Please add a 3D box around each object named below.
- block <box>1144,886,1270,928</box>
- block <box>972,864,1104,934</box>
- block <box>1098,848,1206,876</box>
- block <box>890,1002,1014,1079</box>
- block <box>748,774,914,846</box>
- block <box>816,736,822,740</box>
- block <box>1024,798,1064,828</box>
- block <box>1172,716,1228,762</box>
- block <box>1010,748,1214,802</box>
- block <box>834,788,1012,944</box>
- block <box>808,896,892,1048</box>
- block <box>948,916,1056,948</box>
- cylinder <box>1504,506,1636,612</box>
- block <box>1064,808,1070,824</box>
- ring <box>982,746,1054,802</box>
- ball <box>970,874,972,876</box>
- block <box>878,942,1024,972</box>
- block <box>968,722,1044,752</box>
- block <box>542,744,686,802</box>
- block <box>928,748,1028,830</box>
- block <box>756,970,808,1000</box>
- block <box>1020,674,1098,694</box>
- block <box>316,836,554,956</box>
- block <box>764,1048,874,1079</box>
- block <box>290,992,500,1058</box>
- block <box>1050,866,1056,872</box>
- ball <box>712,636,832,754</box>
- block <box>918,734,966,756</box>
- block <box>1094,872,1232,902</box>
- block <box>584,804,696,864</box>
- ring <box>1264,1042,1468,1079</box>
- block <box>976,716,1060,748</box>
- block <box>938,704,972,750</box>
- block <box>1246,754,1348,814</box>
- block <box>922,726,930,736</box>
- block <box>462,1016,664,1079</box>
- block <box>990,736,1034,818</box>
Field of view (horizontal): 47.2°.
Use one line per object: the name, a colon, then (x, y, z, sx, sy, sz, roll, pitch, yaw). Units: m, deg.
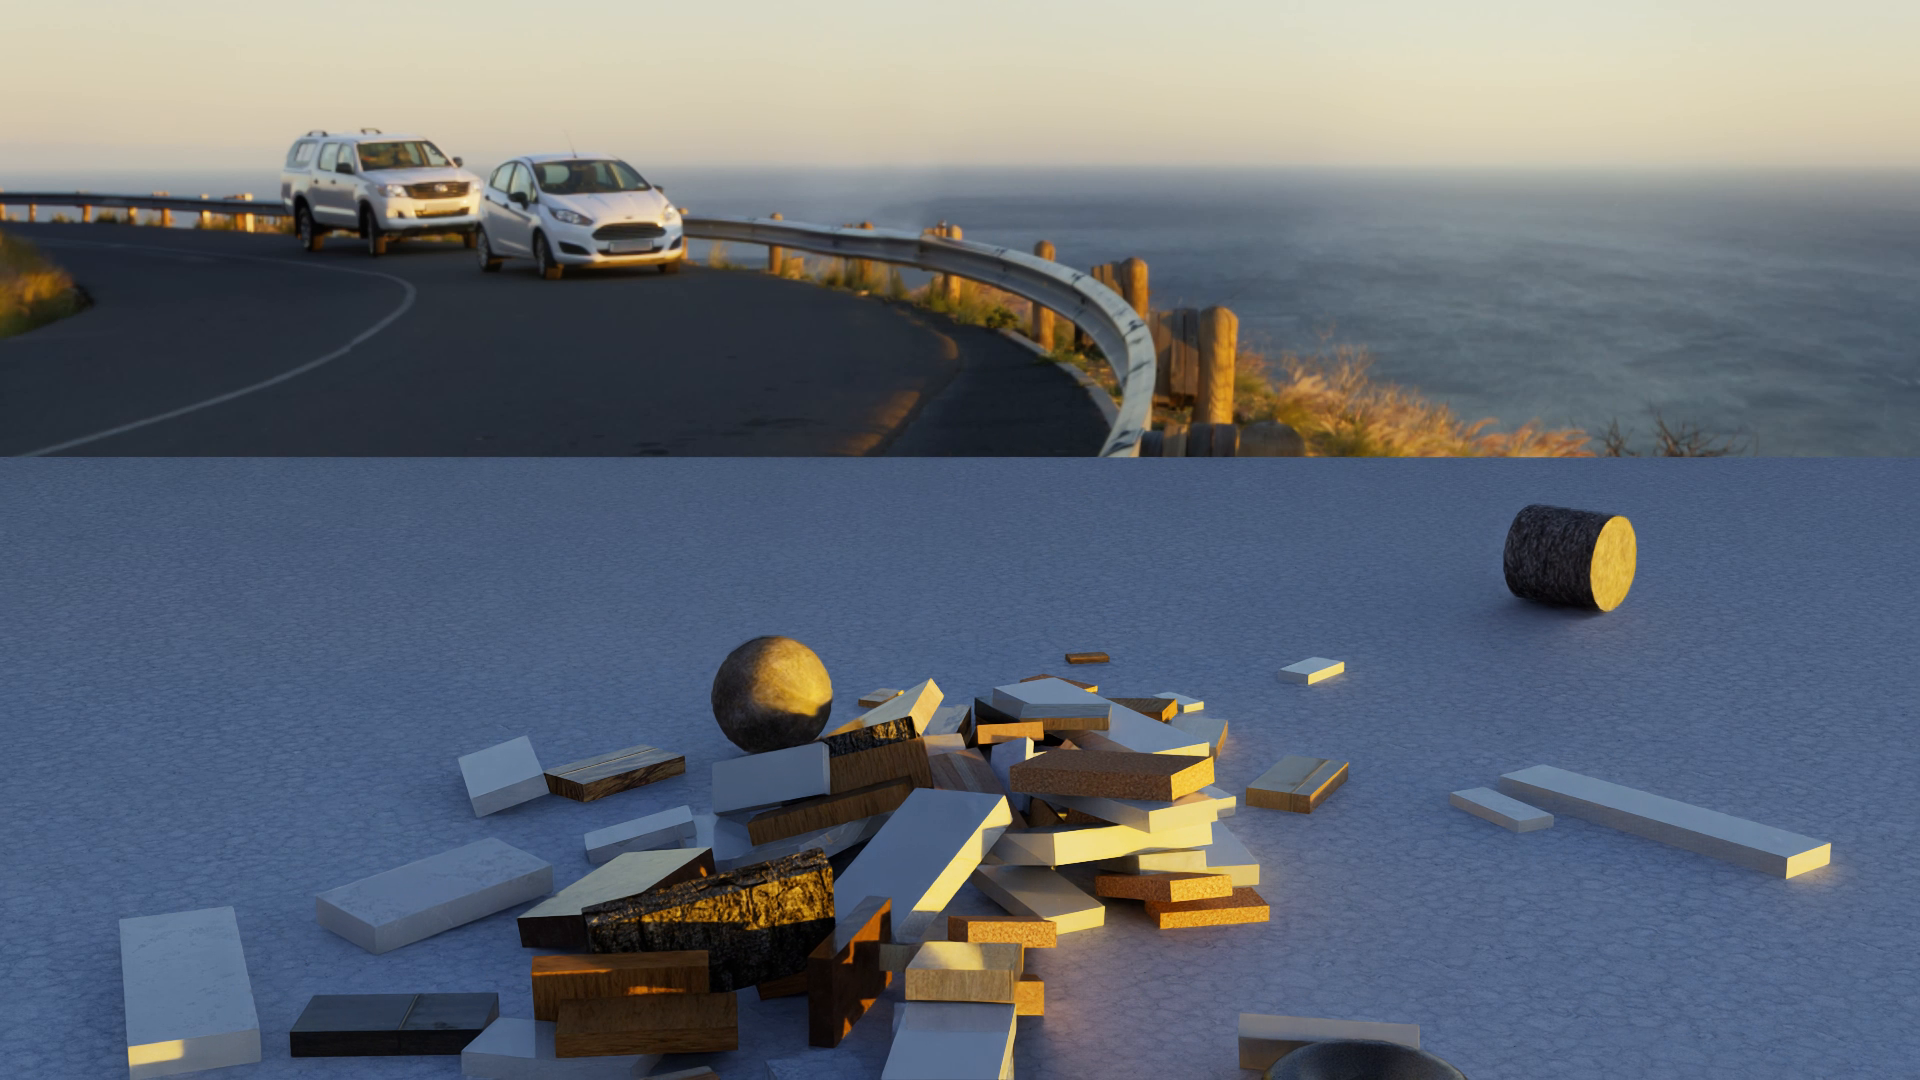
block: (0.400, 0.596, 3.566, 0.182, 0.026, 0.091, -2, 11, -11)
block: (0.125, 0.578, 3.587, 0.114, 0.032, 0.229, -6, 17, -29)
block: (0.319, 0.537, 3.697, 0.114, 0.032, 0.229, -2, -5, -14)
block: (-0.011, 0.660, 2.752, 0.152, 0.043, 0.304, 0, 11, 0)
block: (-0.220, 0.467, 3.809, 0.280, 0.040, 0.140, -15, -1, 1)
block: (-0.330, 0.438, 4.169, 0.172, 0.024, 0.086, -33, 9, 6)
block: (0.143, 0.508, 3.922, 0.020, 0.070, 0.140, 33, 1, -17)
block: (0.487, 0.411, 4.548, 0.109, 0.031, 0.218, 2, 11, 13)
block: (0.256, 0.395, 3.712, 0.307, 0.043, 0.153, -1, 7, 33)
block: (-0.080, 0.524, 3.496, 0.177, 0.050, 0.354, 0, 30, 34)
block: (-0.156, 0.617, 3.165, 0.037, 0.130, 0.260, 3, 11, 16)
block: (0.061, 0.592, 3.325, 0.130, 0.037, 0.260, 1, -8, -7)
cylinder: (1.635, 0.048, 5.896, 0.253, 0.253, 0.253, 10, 14, 42)
block: (0.201, 0.512, 3.897, 0.020, 0.070, 0.139, 2, 11, 8)
ring: (0.117, 0.455, 4.159, 0.264, 0.088, 0.264, -1, 10, 0)
ball: (0.006, 0.502, 3.749, 0.143, 0.143, 0.143, 0, 11, 0)
block: (-0.009, 0.611, 3.210, 0.130, 0.037, 0.260, 0, -9, 20)
block: (0.087, 0.393, 4.281, 0.124, 0.035, 0.248, -3, -13, -5)
block: (-0.677, 0.454, 4.299, 0.129, 0.036, 0.257, 9, 14, 40)
block: (0.019, 0.470, 3.952, 0.124, 0.035, 0.248, -9, 34, -20)
block: (-0.269, 0.601, 3.333, 0.123, 0.035, 0.247, -10, 25, -15)
block: (0.223, 0.335, 4.979, 0.162, 0.023, 0.081, 10, 15, 43)
block: (-0.847, 0.572, 3.562, 0.169, 0.048, 0.337, 14, 20, 41)
block: (-0.164, 0.726, 2.848, 0.117, 0.033, 0.233, -4, 11, -21)
block: (-0.790, 0.679, 3.086, 0.262, 0.037, 0.131, 0, 11, -2)
block: (0.127, 0.561, 3.773, 0.070, 0.020, 0.139, 2, 11, 11)
ball: (-0.380, 0.318, 4.462, 0.245, 0.245, 0.245, 0, 11, 0)
block: (-0.033, 0.449, 4.046, 0.124, 0.035, 0.248, -3, 33, -13)
block: (0.326, 0.557, 3.549, 0.114, 0.032, 0.229, -1, -5, -28)
block: (-0.563, 0.518, 3.870, 0.190, 0.027, 0.095, -15, 13, -10)
ring: (0.510, 0.713, 2.754, 0.283, 0.094, 0.283, -1, 12, 0)
block: (0.162, 0.392, 4.630, 0.132, 0.037, 0.265, -7, 13, -33)
block: (-0.010, 0.409, 4.335, 0.032, 0.113, 0.227, 2, 11, 8)
block: (0.650, 0.468, 4.230, 0.125, 0.035, 0.249, 5, 12, 26)
block: (-0.097, 0.429, 4.206, 0.113, 0.032, 0.227, -8, 33, -12)
block: (-0.539, 0.698, 2.991, 0.242, 0.034, 0.121, 2, 11, 13)
block: (0.092, 0.439, 4.019, 0.077, 0.155, 0.022, -19, -42, 29)
